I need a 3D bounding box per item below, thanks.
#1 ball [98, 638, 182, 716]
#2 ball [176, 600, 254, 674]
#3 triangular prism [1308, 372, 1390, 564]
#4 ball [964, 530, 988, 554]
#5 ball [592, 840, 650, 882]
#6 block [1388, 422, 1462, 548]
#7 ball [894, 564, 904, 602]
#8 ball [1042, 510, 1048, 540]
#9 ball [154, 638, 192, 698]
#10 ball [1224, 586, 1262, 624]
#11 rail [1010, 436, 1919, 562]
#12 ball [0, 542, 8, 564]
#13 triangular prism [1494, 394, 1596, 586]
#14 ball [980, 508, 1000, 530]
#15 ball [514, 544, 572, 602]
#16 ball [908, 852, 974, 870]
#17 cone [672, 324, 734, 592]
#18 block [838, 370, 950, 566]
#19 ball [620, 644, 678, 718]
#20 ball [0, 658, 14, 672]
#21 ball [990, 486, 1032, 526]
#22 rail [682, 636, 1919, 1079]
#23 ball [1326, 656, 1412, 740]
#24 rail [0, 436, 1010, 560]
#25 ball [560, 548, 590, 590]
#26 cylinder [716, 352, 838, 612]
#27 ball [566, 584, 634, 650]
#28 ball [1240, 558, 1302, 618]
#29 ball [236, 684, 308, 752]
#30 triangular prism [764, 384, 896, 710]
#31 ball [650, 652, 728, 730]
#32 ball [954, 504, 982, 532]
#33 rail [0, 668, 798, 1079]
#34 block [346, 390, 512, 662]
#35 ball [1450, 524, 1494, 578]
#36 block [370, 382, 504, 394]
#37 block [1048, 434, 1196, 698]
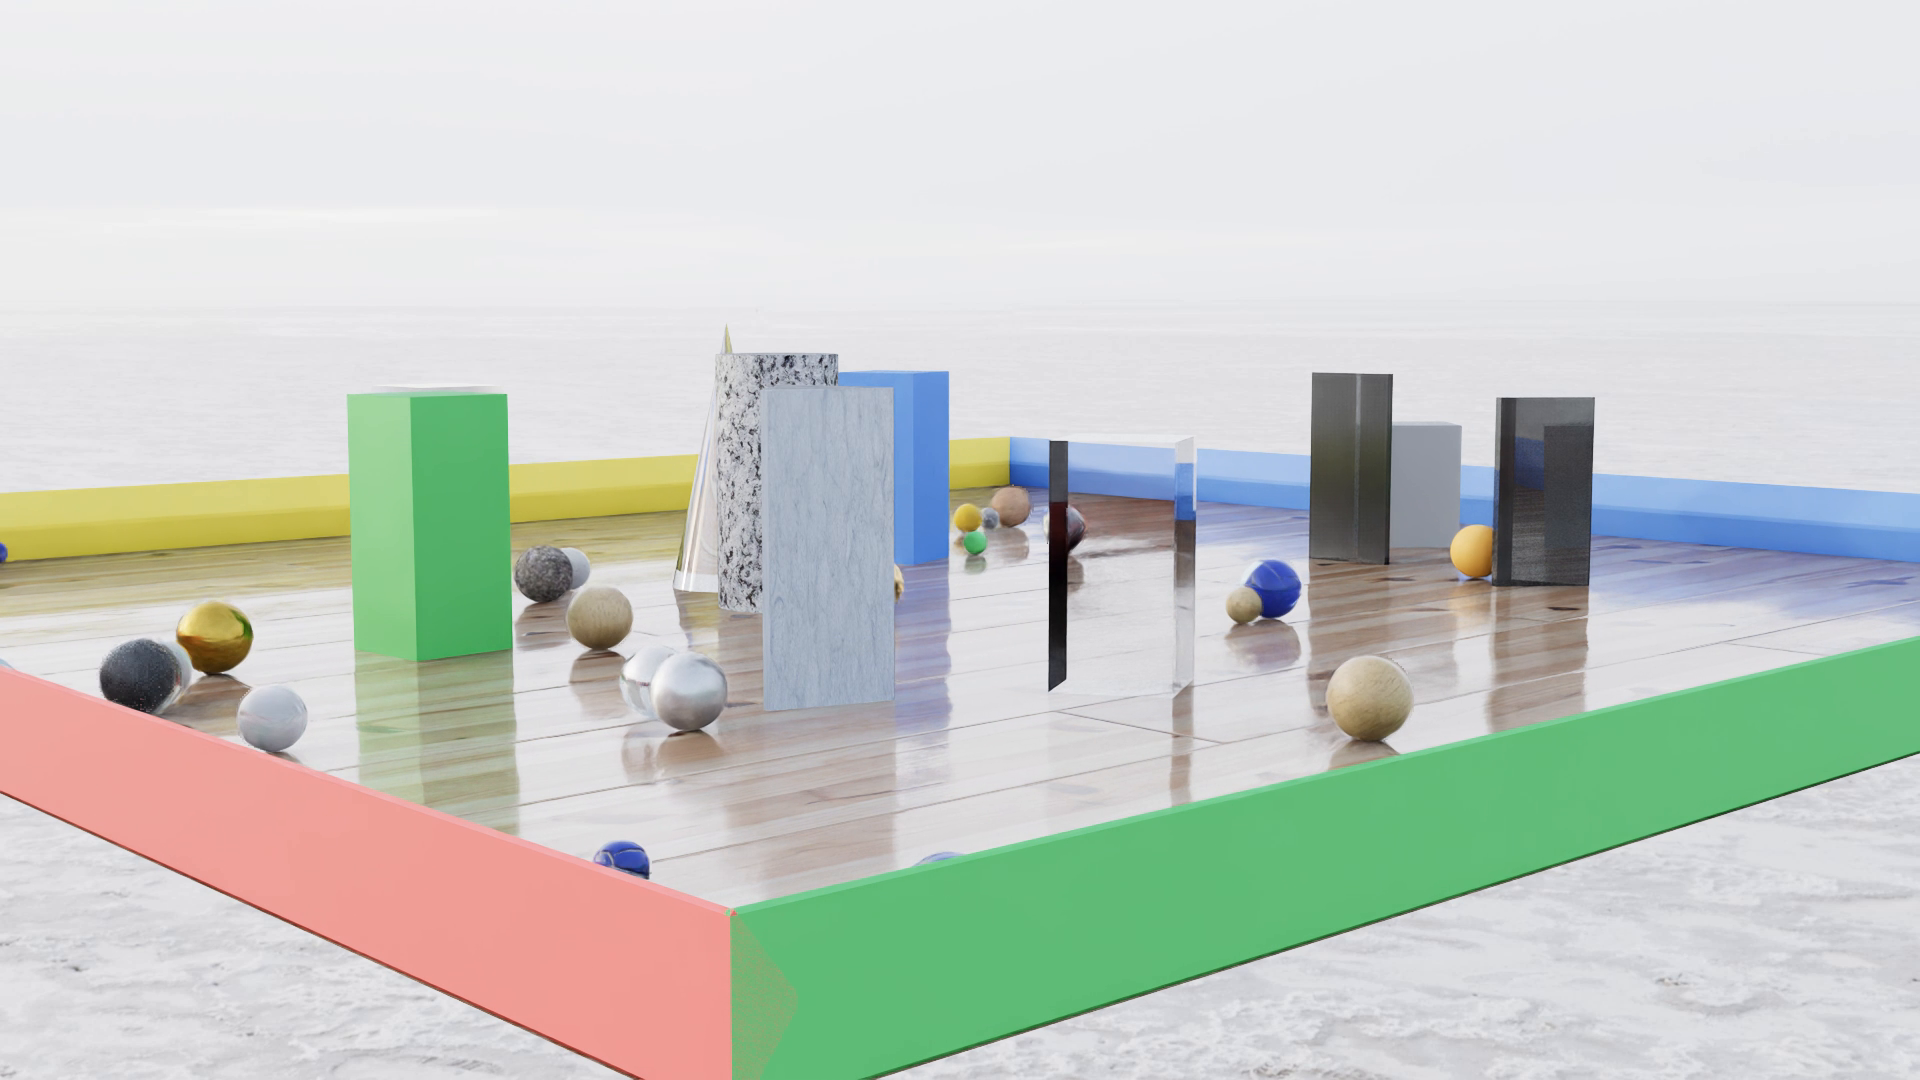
[{"bbox_3d":[-0.890,0.149,2.389,0.086,0.086,0.086,0,6,0],"label":"ball"},{"bbox_3d":[-0.903,0.117,2.662,0.090,0.090,0.090,0,6,0],"label":"ball"},{"bbox_3d":[0.719,-0.131,3.866,0.157,0.328,0.136,5,8,40],"label":"triangular prism"},{"bbox_3d":[0.029,0.004,3.939,0.043,0.043,0.043,0,6,0],"label":"ball"},{"bbox_3d":[-0.255,0.248,1.655,0.045,0.045,0.045,0,6,0],"label":"ball"},{"bbox_3d":[0.848,-0.106,4.114,0.145,0.225,0.145,0,6,0],"label":"block"},{"bbox_3d":[-0.124,0.064,3.188,0.084,0.084,0.084,0,6,0],"label":"ball"},{"bbox_3d":[0.195,-0.027,4.013,0.089,0.089,0.089,0,6,0],"label":"ball"},{"bbox_3d":[-0.900,0.147,2.469,0.072,0.072,0.072,0,6,0],"label":"ball"},{"bbox_3d":[0.397,0.091,3.084,0.052,0.052,0.052,0,6,0],"label":"ball"},{"bbox_3d":[1.122,-0.079,4.362,0.045,0.118,2.995,-6,8,-42],"label":"rail"},{"bbox_3d":[-1.659,0.022,3.779,0.042,0.042,0.042,0,6,0],"label":"ball"},{"bbox_3d":[0.920,-0.083,3.550,0.157,0.300,0.136,-1,6,-5],"label":"triangular prism"},{"bbox_3d":[0.057,-0.042,4.366,0.044,0.044,0.044,0,6,0],"label":"ball"},{"bbox_3d":[-0.627,0.050,3.303,0.087,0.087,0.087,0,6,0],"label":"ball"},{"bbox_3d":[-0.004,0.249,1.444,0.087,0.087,0.087,0,6,0],"label":"ball"},{"bbox_3d":[-0.368,-0.136,3.487,0.181,0.419,0.181,0,6,0],"label":"cone"},{"bbox_3d":[-0.115,-0.130,3.856,0.145,0.329,0.145,3,7,24],"label":"block"},{"bbox_3d":[-0.328,0.153,2.381,0.079,0.079,0.079,0,6,0],"label":"ball"},{"bbox_3d":[-1.069,0.157,2.415,0.063,0.063,0.063,0,6,0],"label":"ball"},{"bbox_3d":[0.102,-0.067,4.424,0.081,0.081,0.081,0,6,0],"label":"ball"},{"bbox_3d":[0.999,0.146,2.256,3.101,0.118,0.045,-6,8,-42],"label":"rail"},{"bbox_3d":[0.420,0.162,2.257,0.087,0.087,0.087,0,6,0],"label":"ball"},{"bbox_3d":[-0.999,-0.084,4.409,3.101,0.118,0.045,-6,8,-42],"label":"rail"},{"bbox_3d":[-0.613,0.045,3.443,0.067,0.067,0.067,0,6,0],"label":"ball"},{"bbox_3d":[-0.270,-0.089,3.260,0.181,0.373,0.181,0,6,0],"label":"cylinder"},{"bbox_3d":[-0.467,0.099,2.848,0.086,0.086,0.086,0,6,0],"label":"ball"},{"bbox_3d":[0.442,0.069,3.132,0.087,0.087,0.087,0,6,0],"label":"ball"},{"bbox_3d":[-0.687,0.178,2.199,0.068,0.068,0.068,0,6,0],"label":"ball"},{"bbox_3d":[-0.174,0.002,2.499,0.157,0.353,0.136,-3,7,-27],"label":"triangular prism"},{"bbox_3d":[-0.285,0.158,2.310,0.083,0.083,0.083,0,6,0],"label":"ball"},{"bbox_3d":[0.016,-0.042,4.314,0.056,0.056,0.056,0,6,0],"label":"ball"},{"bbox_3d":[-1.122,0.141,2.303,0.045,0.118,2.995,-6,8,-42],"label":"rail"},{"bbox_3d":[-0.684,-0.023,2.842,0.145,0.331,0.145,6,8,43],"label":"block"},{"bbox_3d":[0.848,0.018,3.600,0.087,0.087,0.087,0,6,0],"label":"ball"},{"bbox_3d":[-0.800,-0.077,3.385,0.145,0.322,0.145,-6,8,-44],"label":"block"},{"bbox_3d":[0.191,0.026,2.569,0.145,0.291,0.145,2,6,16],"label":"block"}]
